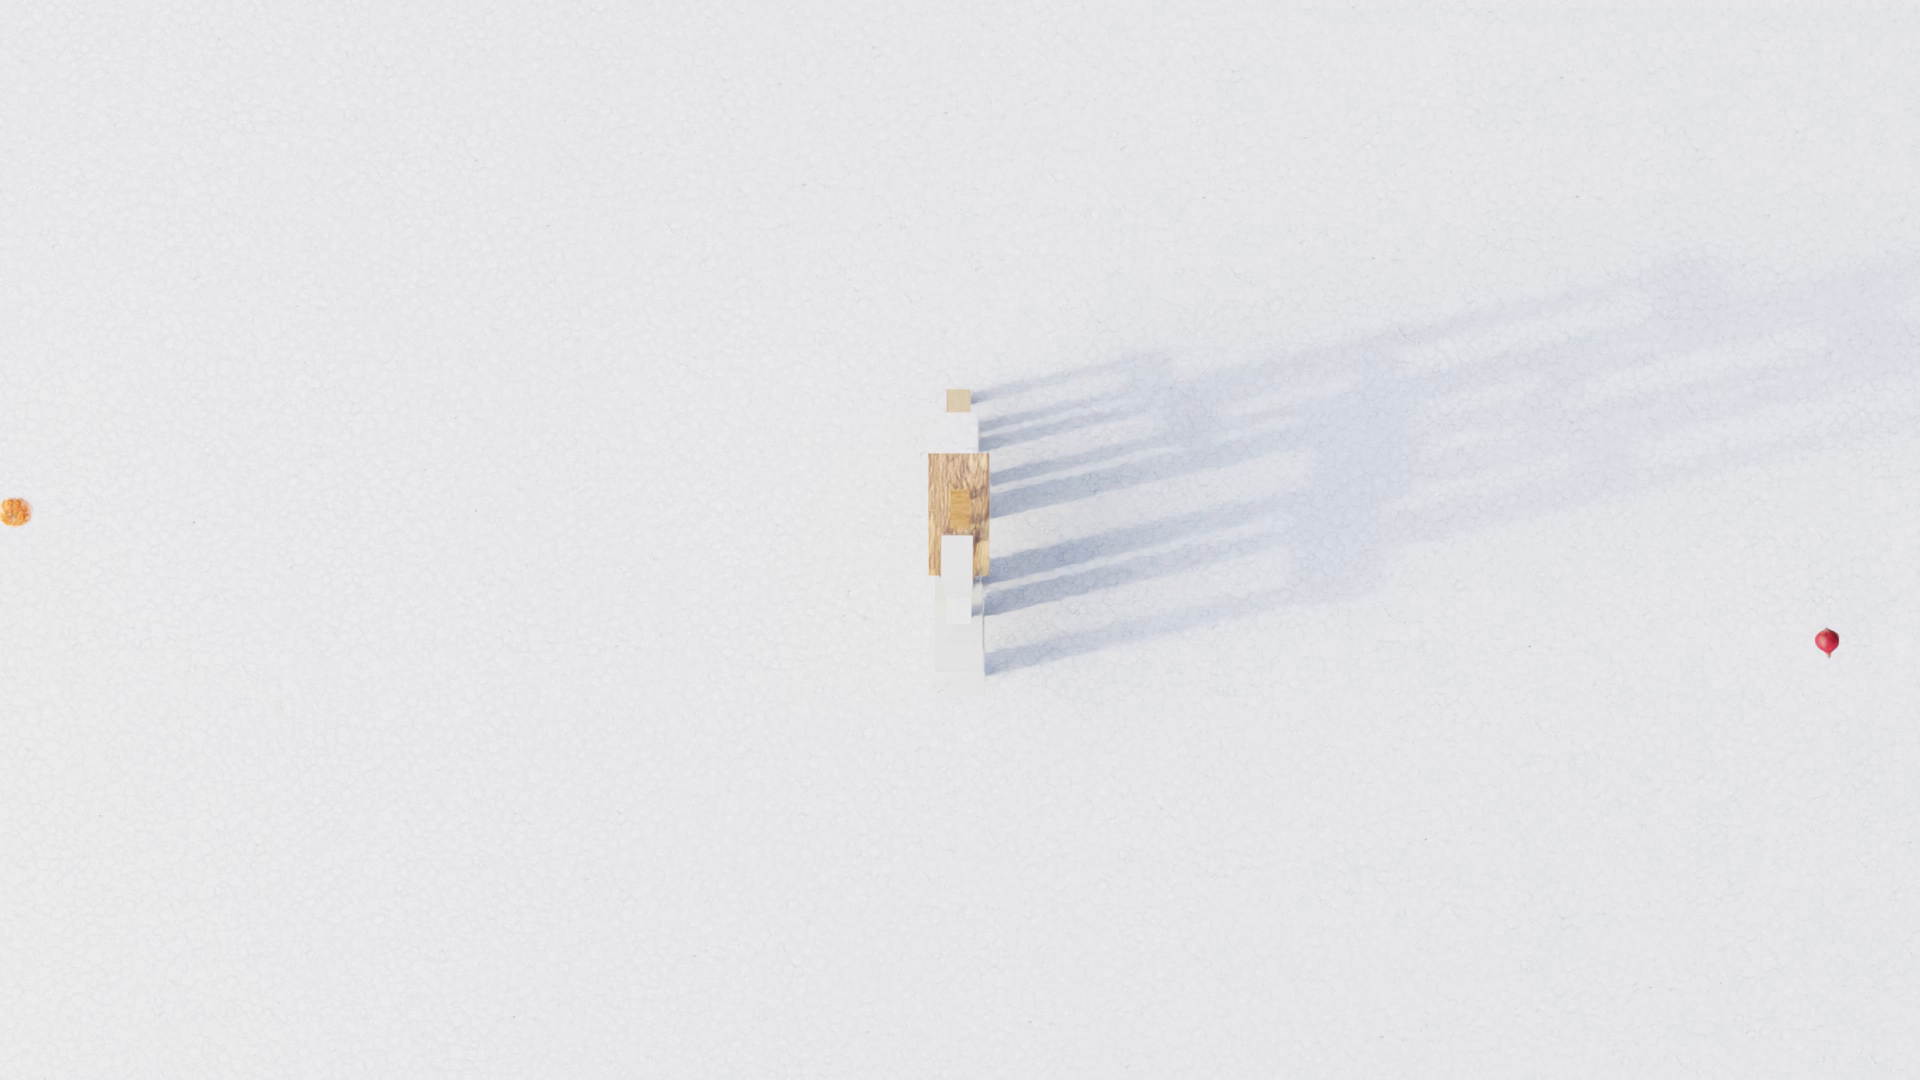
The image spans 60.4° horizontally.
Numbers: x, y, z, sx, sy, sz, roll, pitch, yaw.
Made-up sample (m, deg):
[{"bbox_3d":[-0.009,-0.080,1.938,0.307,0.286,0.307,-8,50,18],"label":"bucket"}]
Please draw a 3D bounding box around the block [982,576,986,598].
[{"bbox_3d":[0.001,0.020,5.154,0.162,0.046,0.323,0,90,0],"label":"block"}]

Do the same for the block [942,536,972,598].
[{"bbox_3d":[-0.007,0.066,4.177,0.078,0.022,0.157,0,91,0],"label":"block"}]

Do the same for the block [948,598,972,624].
[{"bbox_3d":[-0.002,0.164,4.489,0.065,0.018,0.130,0,90,0],"label":"block"}]

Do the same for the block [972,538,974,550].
[{"bbox_3d":[-0.006,0.006,4.266,0.078,0.157,0.022,0,94,0],"label":"block"}]

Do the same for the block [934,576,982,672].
[{"bbox_3d":[-0.004,0.238,4.647,0.135,0.038,0.269,0,90,0],"label":"block"}]

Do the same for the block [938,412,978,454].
[{"bbox_3d":[-0.006,-0.255,4.875,0.120,0.034,0.240,0,90,0],"label":"block"}]

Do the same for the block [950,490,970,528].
[{"bbox_3d":[0.000,-0.080,4.238,0.050,0.014,0.100,0,90,0],"label":"block"}]

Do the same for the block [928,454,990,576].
[{"bbox_3d":[-0.003,-0.068,4.368,0.162,0.046,0.323,0,90,0],"label":"block"}]

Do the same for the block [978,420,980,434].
[{"bbox_3d":[-0.002,-0.338,5.091,0.120,0.399,0.034,3,89,0],"label":"block"}]

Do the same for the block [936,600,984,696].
[{"bbox_3d":[0.001,0.337,5.178,0.150,0.043,0.301,0,90,0],"label":"block"}]

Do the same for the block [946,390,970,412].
[{"bbox_3d":[-0.005,-0.411,5.337,0.076,0.022,0.152,0,90,0],"label":"block"}]

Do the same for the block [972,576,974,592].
[{"bbox_3d":[-0.005,0.112,4.268,0.078,0.157,0.022,0,96,0],"label":"block"}]
